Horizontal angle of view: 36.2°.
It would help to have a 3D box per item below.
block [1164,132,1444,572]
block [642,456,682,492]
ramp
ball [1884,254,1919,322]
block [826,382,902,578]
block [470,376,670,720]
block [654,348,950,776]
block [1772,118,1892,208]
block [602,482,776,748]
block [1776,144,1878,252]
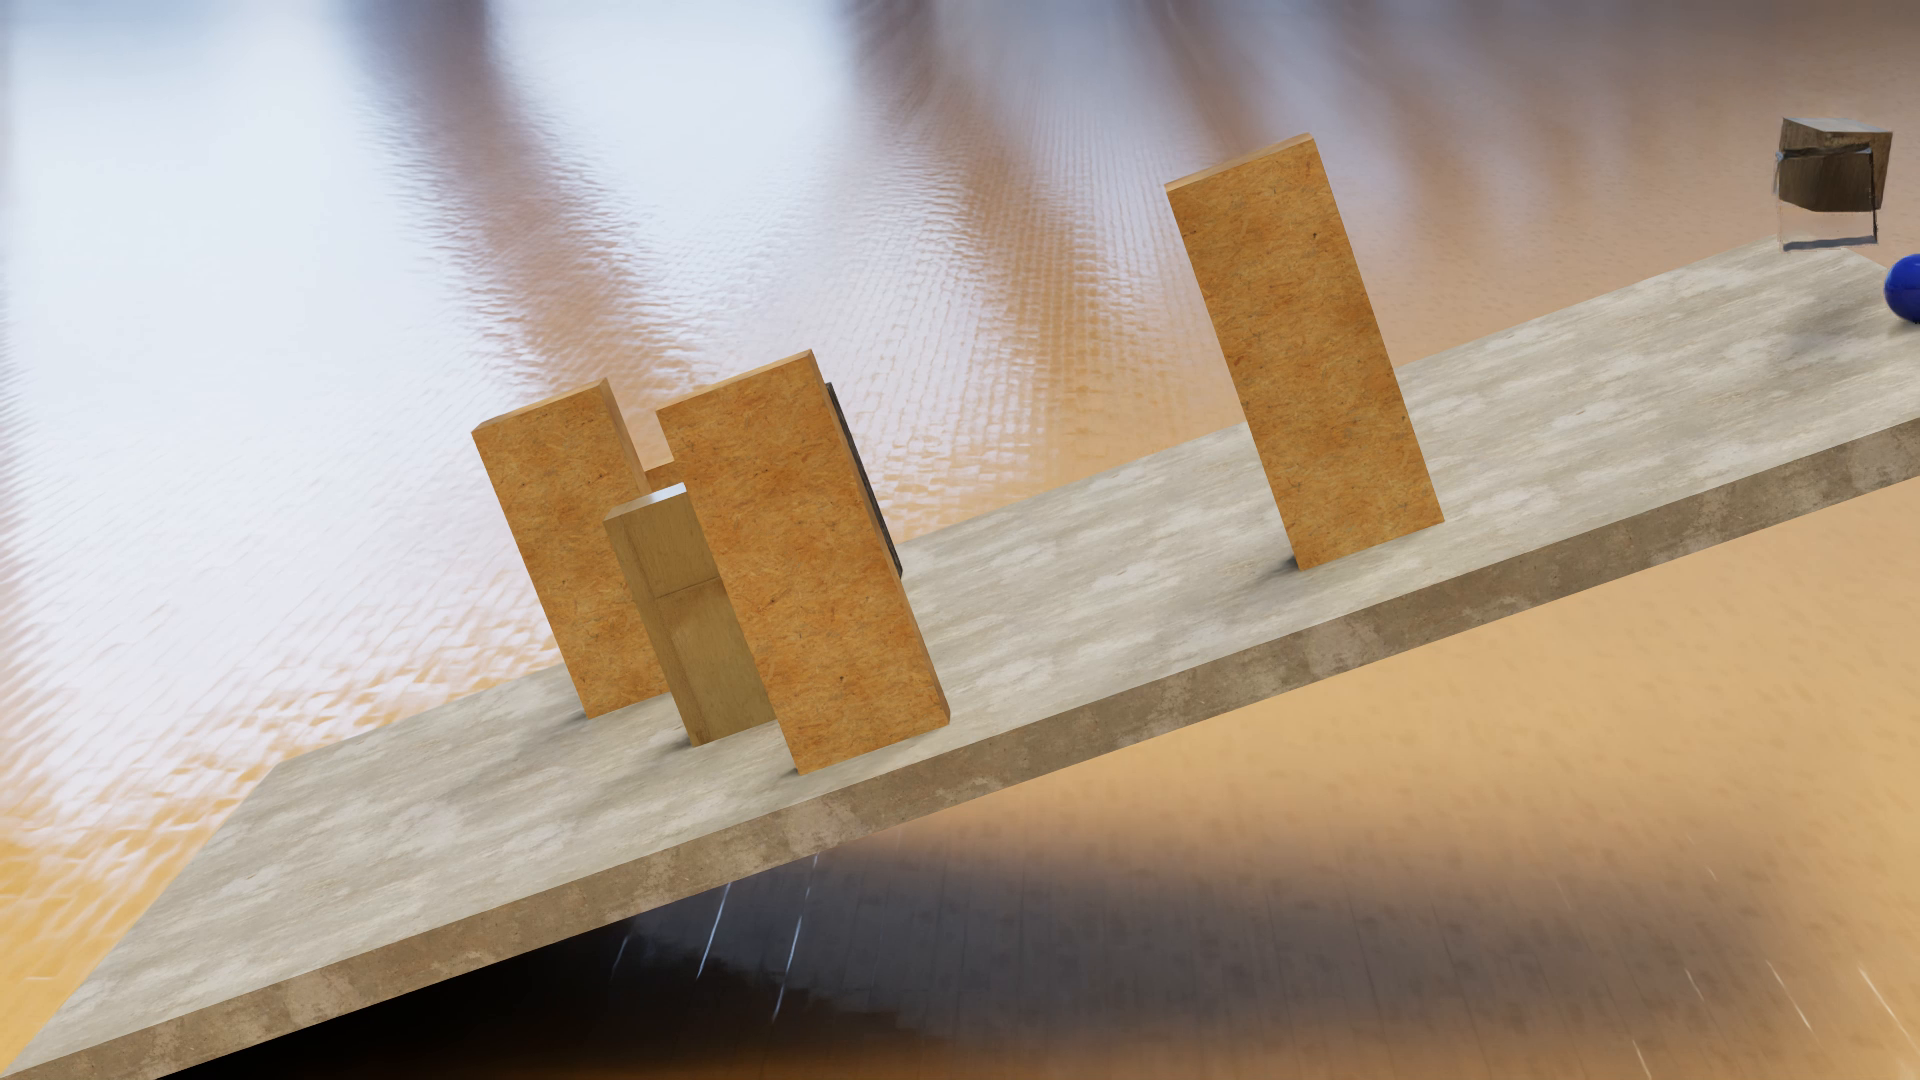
[{"bbox_3d":[0.657,-0.358,5.614,0.290,0.773,0.142,-19,11,6],"label":"block"},{"bbox_3d":[-0.673,0.012,7.142,0.288,0.416,0.097,-19,11,6],"label":"block"},{"bbox_3d":[0.116,0.177,6.297,4.000,0.100,2.000,-19,11,6],"label":"ramp"},{"bbox_3d":[1.868,-0.491,5.724,0.134,0.134,0.134,0,13,0],"label":"ball"},{"bbox_3d":[-0.347,-0.094,6.897,0.271,0.482,0.106,-19,11,6],"label":"block"},{"bbox_3d":[-0.818,0.020,6.631,0.305,0.704,0.123,-19,11,6],"label":"block"},{"bbox_3d":[-0.288,0.045,5.484,0.300,0.742,0.086,-19,11,6],"label":"block"},{"bbox_3d":[1.759,-0.760,5.933,0.154,0.154,0.154,-2,19,-17],"label":"block"},{"bbox_3d":[-0.505,0.135,6.043,0.274,0.507,0.133,-19,11,6],"label":"block"},{"bbox_3d":[1.695,-0.672,5.760,0.176,0.176,0.176,-3,12,15],"label":"block"}]
